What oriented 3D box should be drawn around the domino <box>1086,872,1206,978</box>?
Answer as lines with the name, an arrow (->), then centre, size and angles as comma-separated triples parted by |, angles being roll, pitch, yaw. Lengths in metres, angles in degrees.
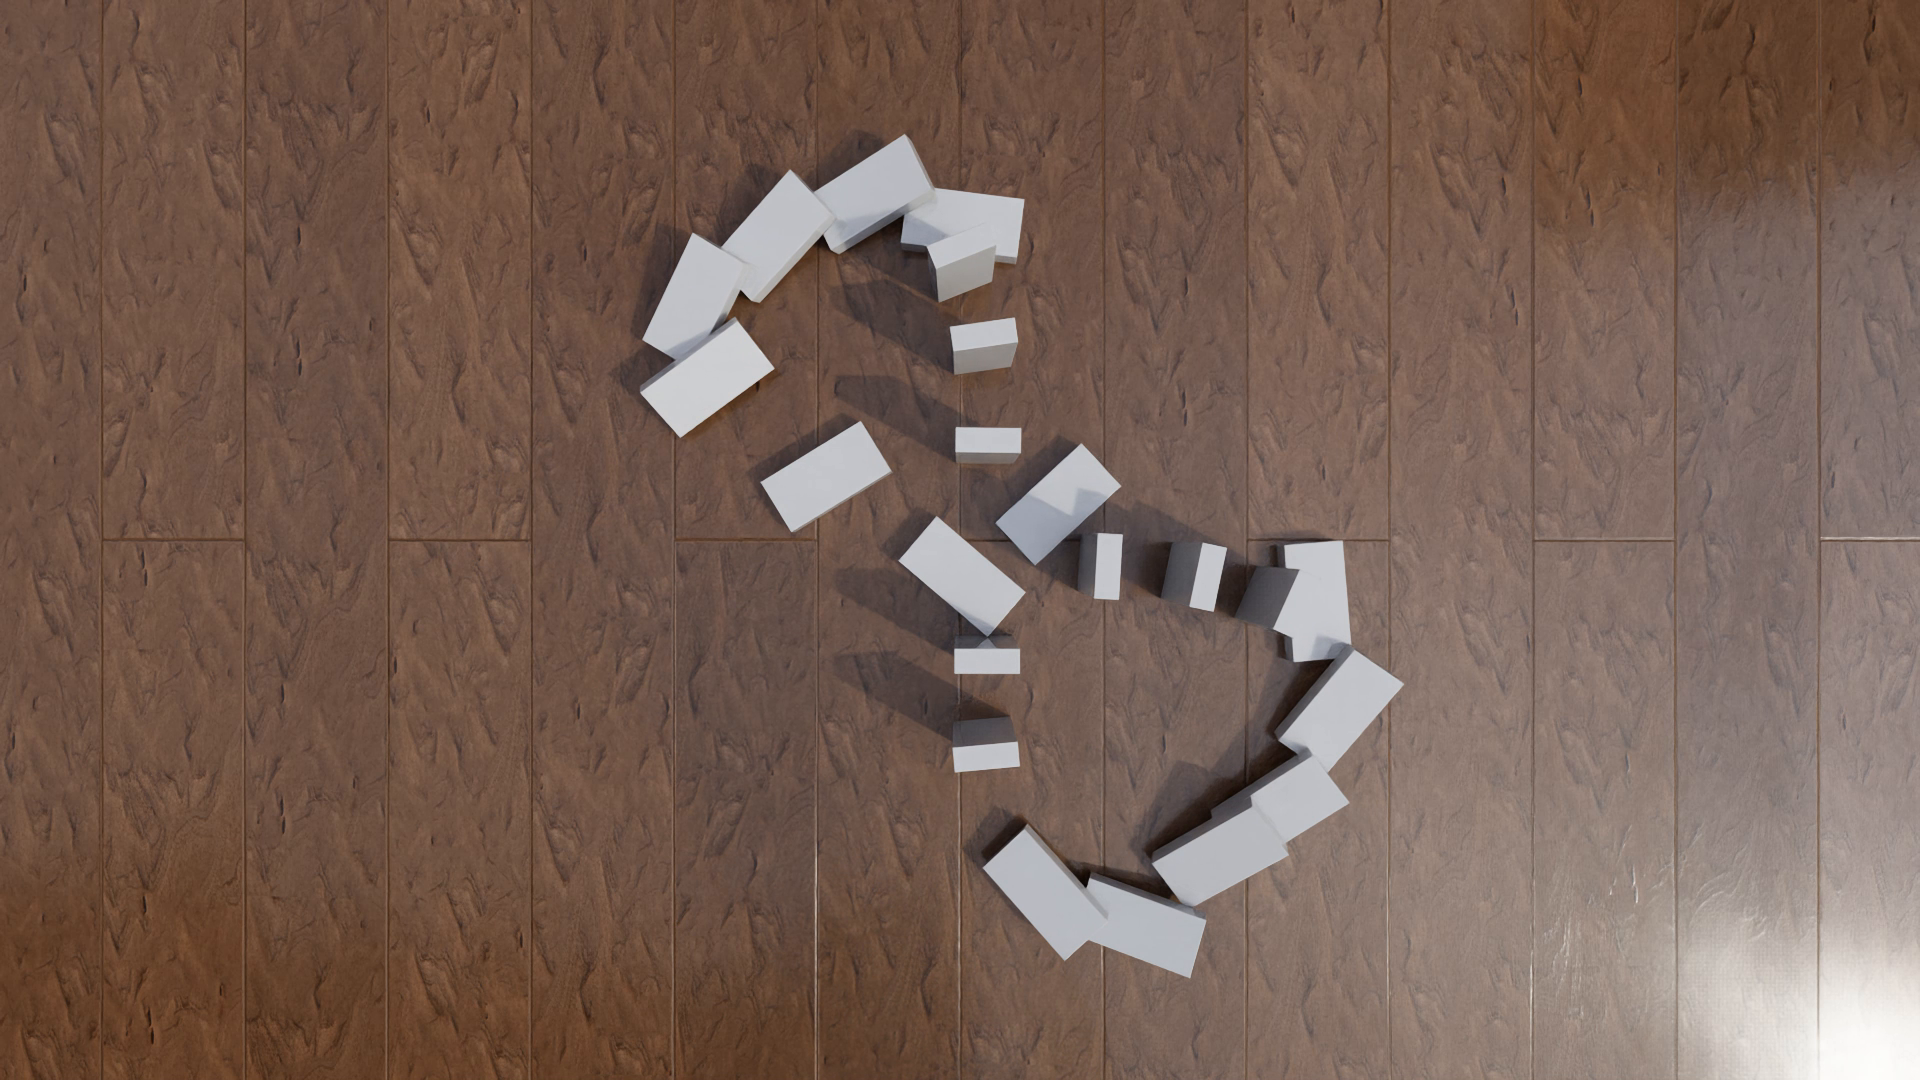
domino -> 0.076, 0.163, 0.390 | 0.050, 0.009, 0.025 | 16, 90, 13

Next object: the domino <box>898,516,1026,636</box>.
domino -> 0.001, 0.016, 0.395 | 0.050, 0.009, 0.025 | 40, 90, 0

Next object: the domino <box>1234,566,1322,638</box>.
domino -> 0.129, 0.025, 0.375 | 0.010, 0.050, 0.025 | 24, 90, 0

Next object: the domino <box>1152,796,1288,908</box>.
domino -> 0.109, 0.133, 0.388 | 0.050, 0.009, 0.025 | -37, 90, 18

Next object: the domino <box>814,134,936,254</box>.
domino -> -0.038, -0.146, 0.388 | 0.050, 0.010, 0.025 | -26, 90, 16

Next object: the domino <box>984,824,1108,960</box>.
domino -> 0.036, 0.149, 0.389 | 0.025, 0.010, 0.050 | -45, 79, 7

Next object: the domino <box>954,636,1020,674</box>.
domino -> 0.010, 0.046, 0.375 | 0.025, 0.050, 0.009 | 0, 90, 0

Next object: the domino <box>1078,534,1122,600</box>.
domino -> 0.057, 0.010, 0.375 | 0.009, 0.050, 0.025 | 3, 90, 0

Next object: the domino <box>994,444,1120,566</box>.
domino -> 0.042, -0.015, 0.395 | 0.050, 0.010, 0.025 | -43, 90, 0

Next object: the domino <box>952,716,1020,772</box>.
domino -> 0.010, 0.083, 0.375 | 0.025, 0.050, 0.010 | -5, 90, 0

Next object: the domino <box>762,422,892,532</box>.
domino -> -0.057, -0.027, 0.395 | 0.050, 0.010, 0.025 | -32, 90, 0

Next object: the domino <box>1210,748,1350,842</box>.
domino -> 0.136, 0.114, 0.390 | 0.050, 0.010, 0.025 | -38, 90, 12

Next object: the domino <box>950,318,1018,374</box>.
domino -> 0.009, -0.079, 0.375 | 0.025, 0.050, 0.010 | -8, 90, 0

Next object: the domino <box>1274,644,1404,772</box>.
domino -> 0.160, 0.072, 0.390 | 0.025, 0.009, 0.050 | 35, 103, 0

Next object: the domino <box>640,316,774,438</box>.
domino -> -0.107, -0.069, 0.389 | 0.050, 0.009, 0.025 | -36, 122, 0

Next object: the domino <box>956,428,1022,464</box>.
domino -> 0.011, -0.038, 0.375 | 0.025, 0.050, 0.009 | 1, 90, 0

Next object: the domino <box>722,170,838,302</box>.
domino -> -0.079, -0.128, 0.390 | 0.050, 0.009, 0.025 | -43, 90, 14

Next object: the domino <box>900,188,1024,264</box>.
domino -> 0.001, -0.136, 0.395 | 0.050, 0.010, 0.025 | 7, 90, 0

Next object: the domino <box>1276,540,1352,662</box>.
domino -> 0.153, 0.026, 0.395 | 0.025, 0.009, 0.050 | -5, 90, 0

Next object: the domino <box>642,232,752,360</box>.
domino -> -0.112, -0.101, 0.389 | 0.025, 0.010, 0.050 | 31, 104, 0

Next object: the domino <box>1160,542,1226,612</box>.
domino -> 0.095, 0.014, 0.375 | 0.009, 0.050, 0.025 | 12, 90, 0

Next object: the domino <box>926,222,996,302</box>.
domino -> 0.001, -0.113, 0.375 | 0.025, 0.050, 0.010 | -22, 90, 0
